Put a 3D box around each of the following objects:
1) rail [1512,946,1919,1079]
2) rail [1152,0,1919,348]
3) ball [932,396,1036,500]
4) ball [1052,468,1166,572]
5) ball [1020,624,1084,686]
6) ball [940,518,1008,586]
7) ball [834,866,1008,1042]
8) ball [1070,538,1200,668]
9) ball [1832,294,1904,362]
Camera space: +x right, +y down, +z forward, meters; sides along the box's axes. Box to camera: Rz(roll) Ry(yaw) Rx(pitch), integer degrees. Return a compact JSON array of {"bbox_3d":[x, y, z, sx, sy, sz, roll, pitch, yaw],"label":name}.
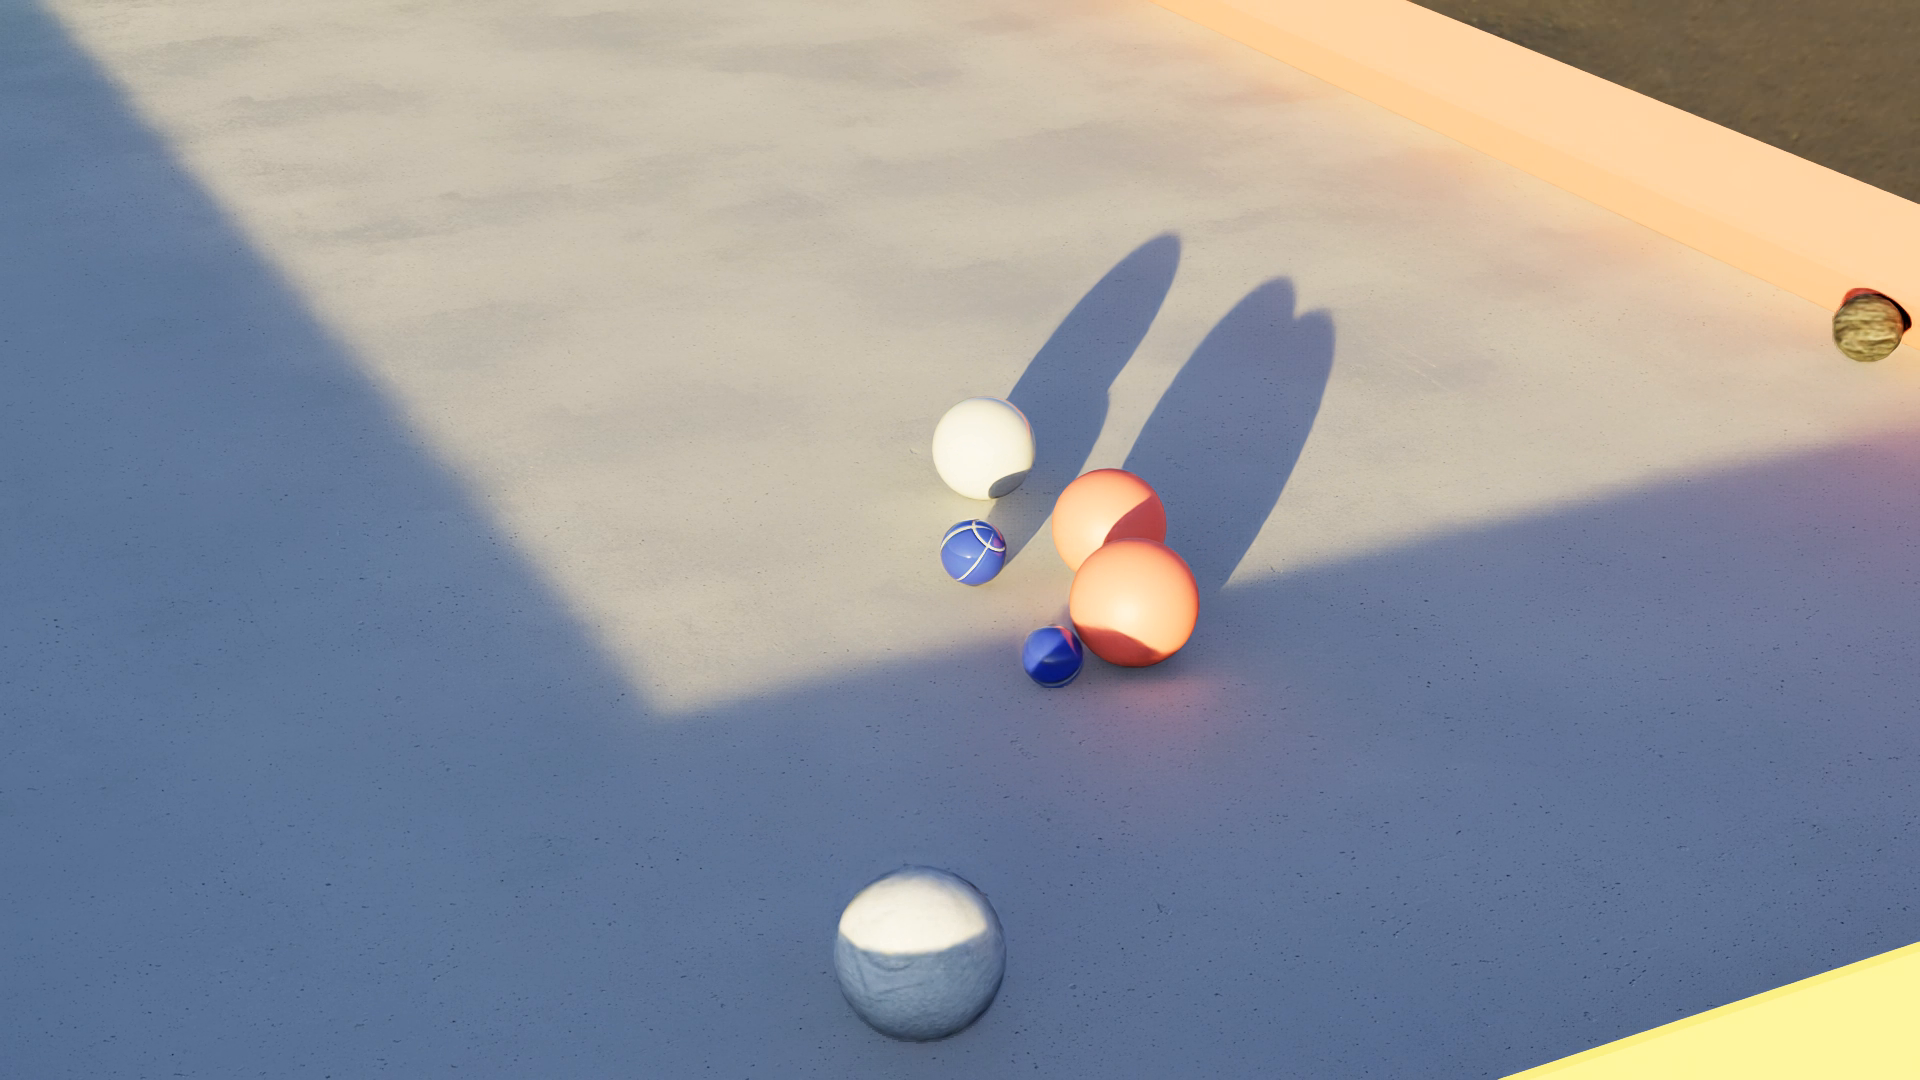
[{"bbox_3d":[0.355,0.272,1.454,1.899,0.122,0.045,-12,28,-24],"label":"rail"},{"bbox_3d":[0.459,-0.506,3.120,0.045,0.122,3.232,-12,28,-24],"label":"rail"},{"bbox_3d":[0.018,-0.070,2.240,0.080,0.080,0.080,0,25,0],"label":"ball"},{"bbox_3d":[0.107,-0.010,2.109,0.083,0.083,0.083,0,25,0],"label":"ball"},{"bbox_3d":[0.062,0.077,1.969,0.042,0.042,0.042,0,25,0],"label":"ball"},{"bbox_3d":[0.010,0.009,2.109,0.048,0.048,0.048,0,25,0],"label":"ball"},{"bbox_3d":[-0.022,0.224,1.594,0.094,0.094,0.094,0,25,0],"label":"ball"},{"bbox_3d":[0.118,0.042,1.990,0.088,0.088,0.088,0,25,0],"label":"ball"},{"bbox_3d":[0.772,-0.180,2.501,0.058,0.058,0.058,0,25,0],"label":"ball"}]
